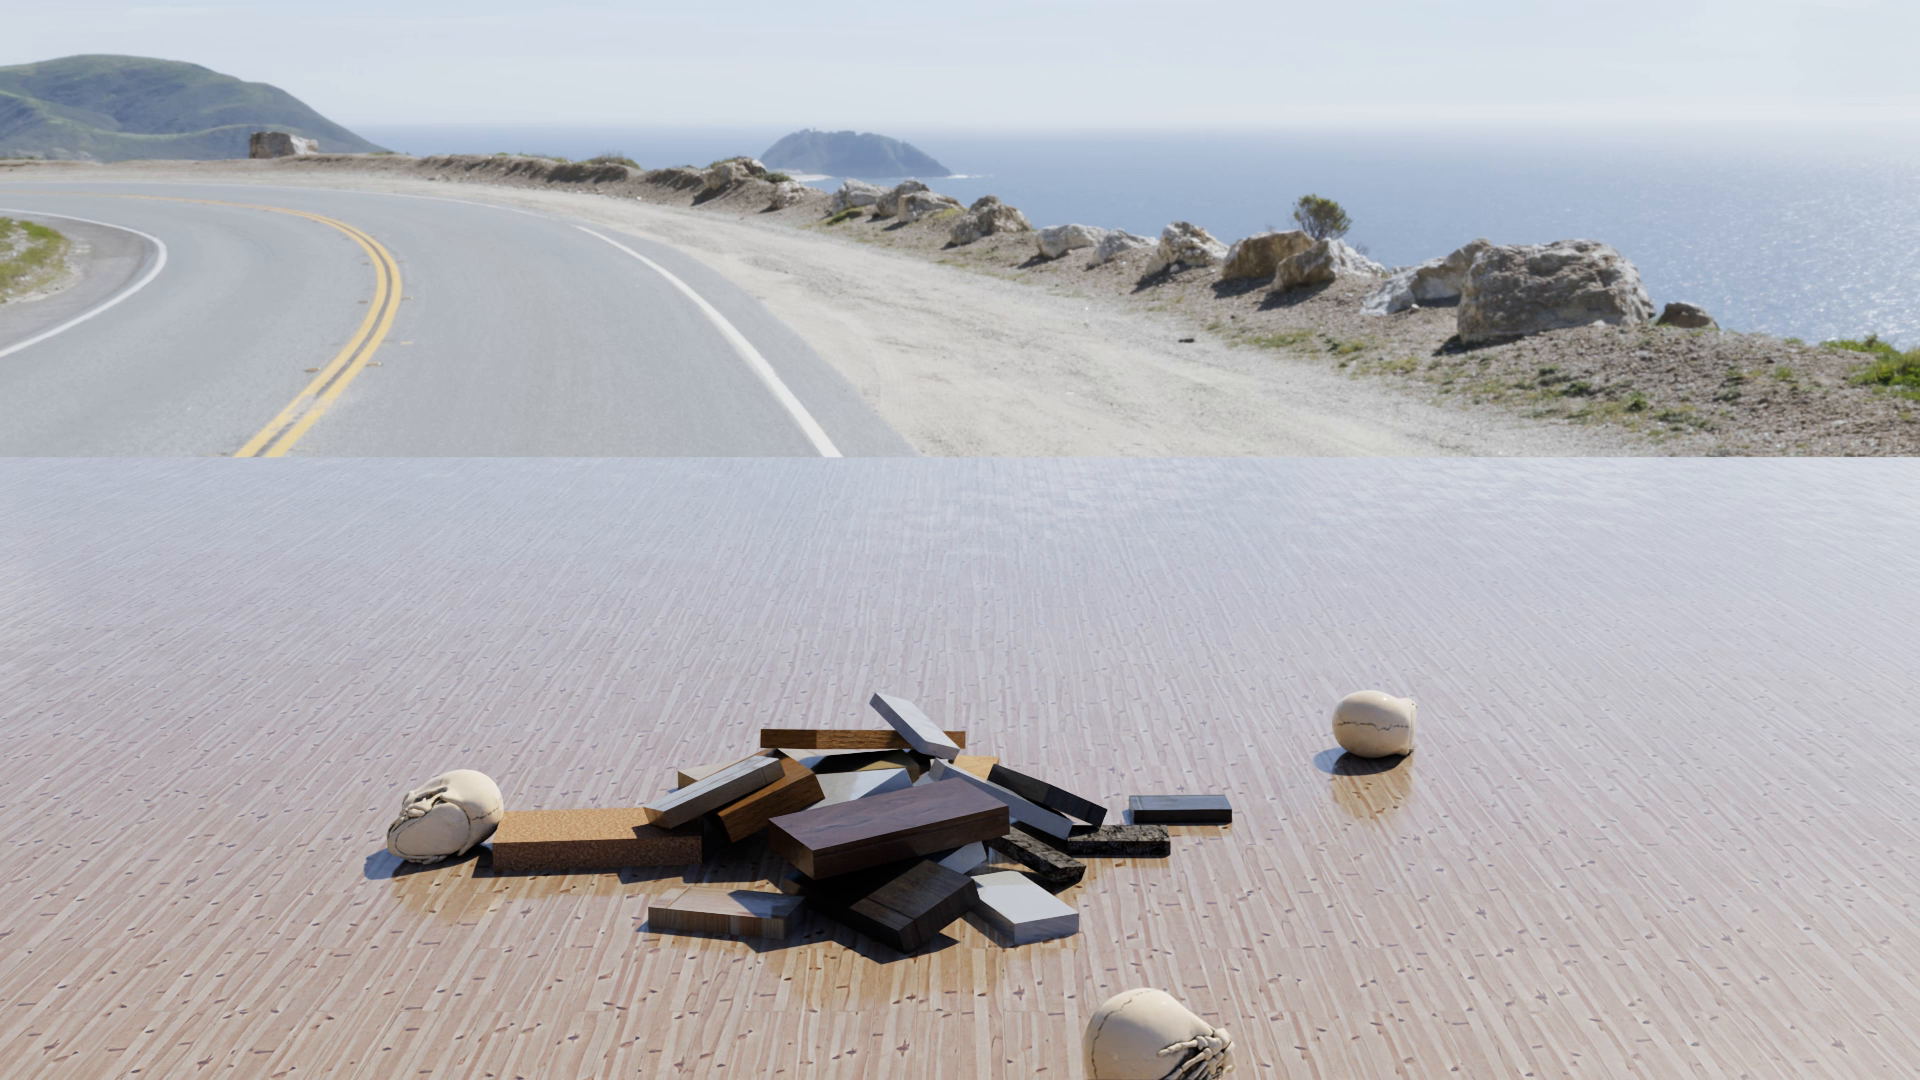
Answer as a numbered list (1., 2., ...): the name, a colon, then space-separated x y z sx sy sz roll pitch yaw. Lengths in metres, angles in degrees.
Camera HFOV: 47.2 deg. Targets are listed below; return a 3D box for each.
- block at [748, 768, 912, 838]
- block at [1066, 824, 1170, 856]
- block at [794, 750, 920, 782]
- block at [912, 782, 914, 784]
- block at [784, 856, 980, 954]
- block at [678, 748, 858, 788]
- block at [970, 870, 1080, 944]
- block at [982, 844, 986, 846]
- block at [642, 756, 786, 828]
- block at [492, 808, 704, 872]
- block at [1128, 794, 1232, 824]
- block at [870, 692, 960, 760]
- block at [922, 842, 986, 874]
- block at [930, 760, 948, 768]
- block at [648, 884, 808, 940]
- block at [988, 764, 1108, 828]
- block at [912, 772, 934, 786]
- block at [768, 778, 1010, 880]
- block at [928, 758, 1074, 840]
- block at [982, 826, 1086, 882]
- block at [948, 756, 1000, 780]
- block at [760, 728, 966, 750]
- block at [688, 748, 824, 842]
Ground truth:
1. block: -0.238 0.465 3.883 0.158 0.045 0.316 -29 11 -38
2. block: 0.280 0.533 3.907 0.181 0.026 0.090 0 11 0
3. block: -0.208 0.440 4.199 0.237 0.034 0.118 -3 11 -17
4. block: -0.220 0.471 4.218 0.237 0.034 0.118 -8 13 -36
5. block: -0.129 0.564 3.550 0.158 0.045 0.316 -30 26 -31
6. block: -0.366 0.453 4.316 0.360 0.034 0.118 -7 13 -35
7. block: 0.089 0.593 3.567 0.114 0.032 0.229 -5 12 -25
8. block: 0.018 0.513 3.959 0.055 0.016 0.111 -2 26 -5
9. block: -0.433 0.443 3.874 0.229 0.032 0.114 -23 8 -25
10. block: -0.634 0.525 3.881 0.356 0.050 0.178 -1 11 -6
11. block: 0.409 0.499 4.086 0.181 0.026 0.090 0 11 -2
12. block: -0.089 0.363 4.287 0.094 0.027 0.189 18 15 -42
13. block: -0.111 0.524 3.763 0.158 0.045 0.316 -29 24 -27
14. block: -0.003 0.476 4.209 0.095 0.027 0.315 -1 11 -3
15. block: -0.373 0.597 3.541 0.229 0.032 0.114 3 11 15
16. block: 0.157 0.465 4.016 0.126 0.036 0.251 26 -7 -22
17. block: -0.043 0.490 3.972 0.104 0.029 0.208 -42 25 -15
18. block: -0.117 0.474 3.639 0.356 0.050 0.178 -9 14 -27
19. block: 0.071 0.461 3.924 0.251 0.036 0.126 25 -2 -9
20. block: 0.064 0.507 3.783 0.318 0.026 0.090 24 8 33
21. block: 0.017 0.451 4.197 0.094 0.027 0.189 1 11 7
22. block: -0.179 0.388 4.277 0.126 0.036 0.540 -2 -5 30
23. block: -0.372 0.455 3.967 0.178 0.050 0.356 -24 9 -14
